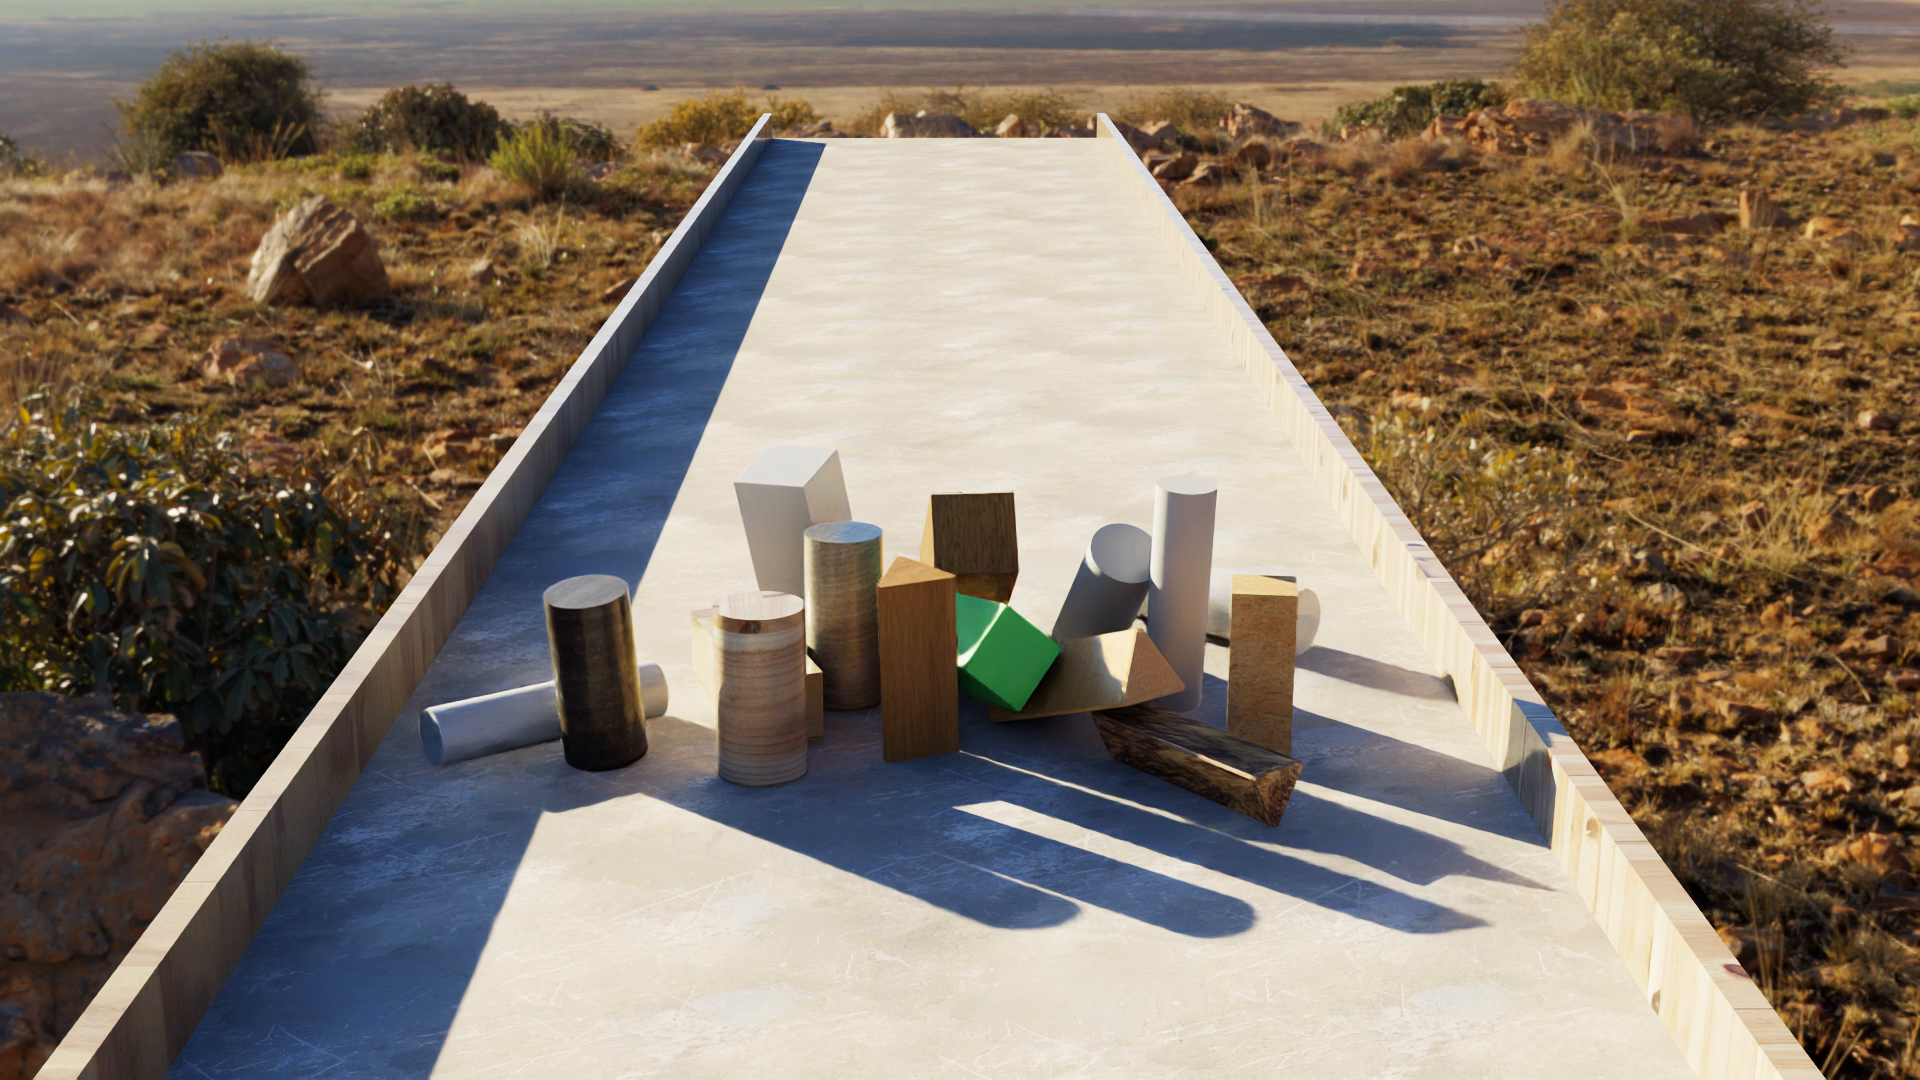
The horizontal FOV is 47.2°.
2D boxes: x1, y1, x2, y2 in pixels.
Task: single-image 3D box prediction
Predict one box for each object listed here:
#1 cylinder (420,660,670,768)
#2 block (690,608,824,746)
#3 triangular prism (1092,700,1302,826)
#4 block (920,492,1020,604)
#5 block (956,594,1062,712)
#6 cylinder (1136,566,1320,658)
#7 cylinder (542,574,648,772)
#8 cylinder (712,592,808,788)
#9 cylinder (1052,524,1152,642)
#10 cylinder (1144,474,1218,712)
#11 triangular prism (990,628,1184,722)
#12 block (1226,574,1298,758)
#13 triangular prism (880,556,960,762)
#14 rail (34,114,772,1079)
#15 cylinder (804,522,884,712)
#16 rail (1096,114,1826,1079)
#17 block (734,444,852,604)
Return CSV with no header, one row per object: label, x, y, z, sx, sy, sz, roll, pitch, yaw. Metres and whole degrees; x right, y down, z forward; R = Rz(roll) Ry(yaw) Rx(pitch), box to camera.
cylinder,-0.749,0.313,3.988,0.440,0.107,0.107,-11,20,-33
block,-0.386,0.253,4.133,0.138,0.138,0.424,-6,18,-20
triangular prism,0.388,0.362,3.747,0.100,0.116,0.391,27,-6,-42
block,0.014,0.047,4.451,0.163,0.163,0.381,-2,-18,-5
block,0.012,0.195,4.089,0.138,0.138,0.418,38,-11,-21
cylinder,0.531,0.128,4.548,0.413,0.142,0.142,15,22,40
cylinder,-0.640,0.234,3.868,0.148,0.312,0.148,-3,22,1
cylinder,-0.346,0.258,3.822,0.159,0.306,0.159,0,17,0
cylinder,0.282,0.113,4.275,0.140,0.304,0.140,7,53,-10
cylinder,0.409,0.102,4.113,0.113,0.433,0.113,2,20,-1
triangular prism,0.210,0.238,3.956,0.140,0.121,0.407,-12,-1,-35
block,0.536,0.228,3.913,0.114,0.312,0.114,2,17,7
triangular prism,-0.087,0.207,3.902,0.136,0.341,0.118,-8,24,-15
rail,-1.118,-0.838,7.780,0.050,0.150,12.000,0,17,-1
cylinder,-0.218,0.144,4.160,0.148,0.331,0.148,0,16,0
rail,0.932,-0.844,7.801,0.050,0.150,12.000,0,17,-1
block,-0.300,0.037,4.308,0.151,0.422,0.151,5,33,24
